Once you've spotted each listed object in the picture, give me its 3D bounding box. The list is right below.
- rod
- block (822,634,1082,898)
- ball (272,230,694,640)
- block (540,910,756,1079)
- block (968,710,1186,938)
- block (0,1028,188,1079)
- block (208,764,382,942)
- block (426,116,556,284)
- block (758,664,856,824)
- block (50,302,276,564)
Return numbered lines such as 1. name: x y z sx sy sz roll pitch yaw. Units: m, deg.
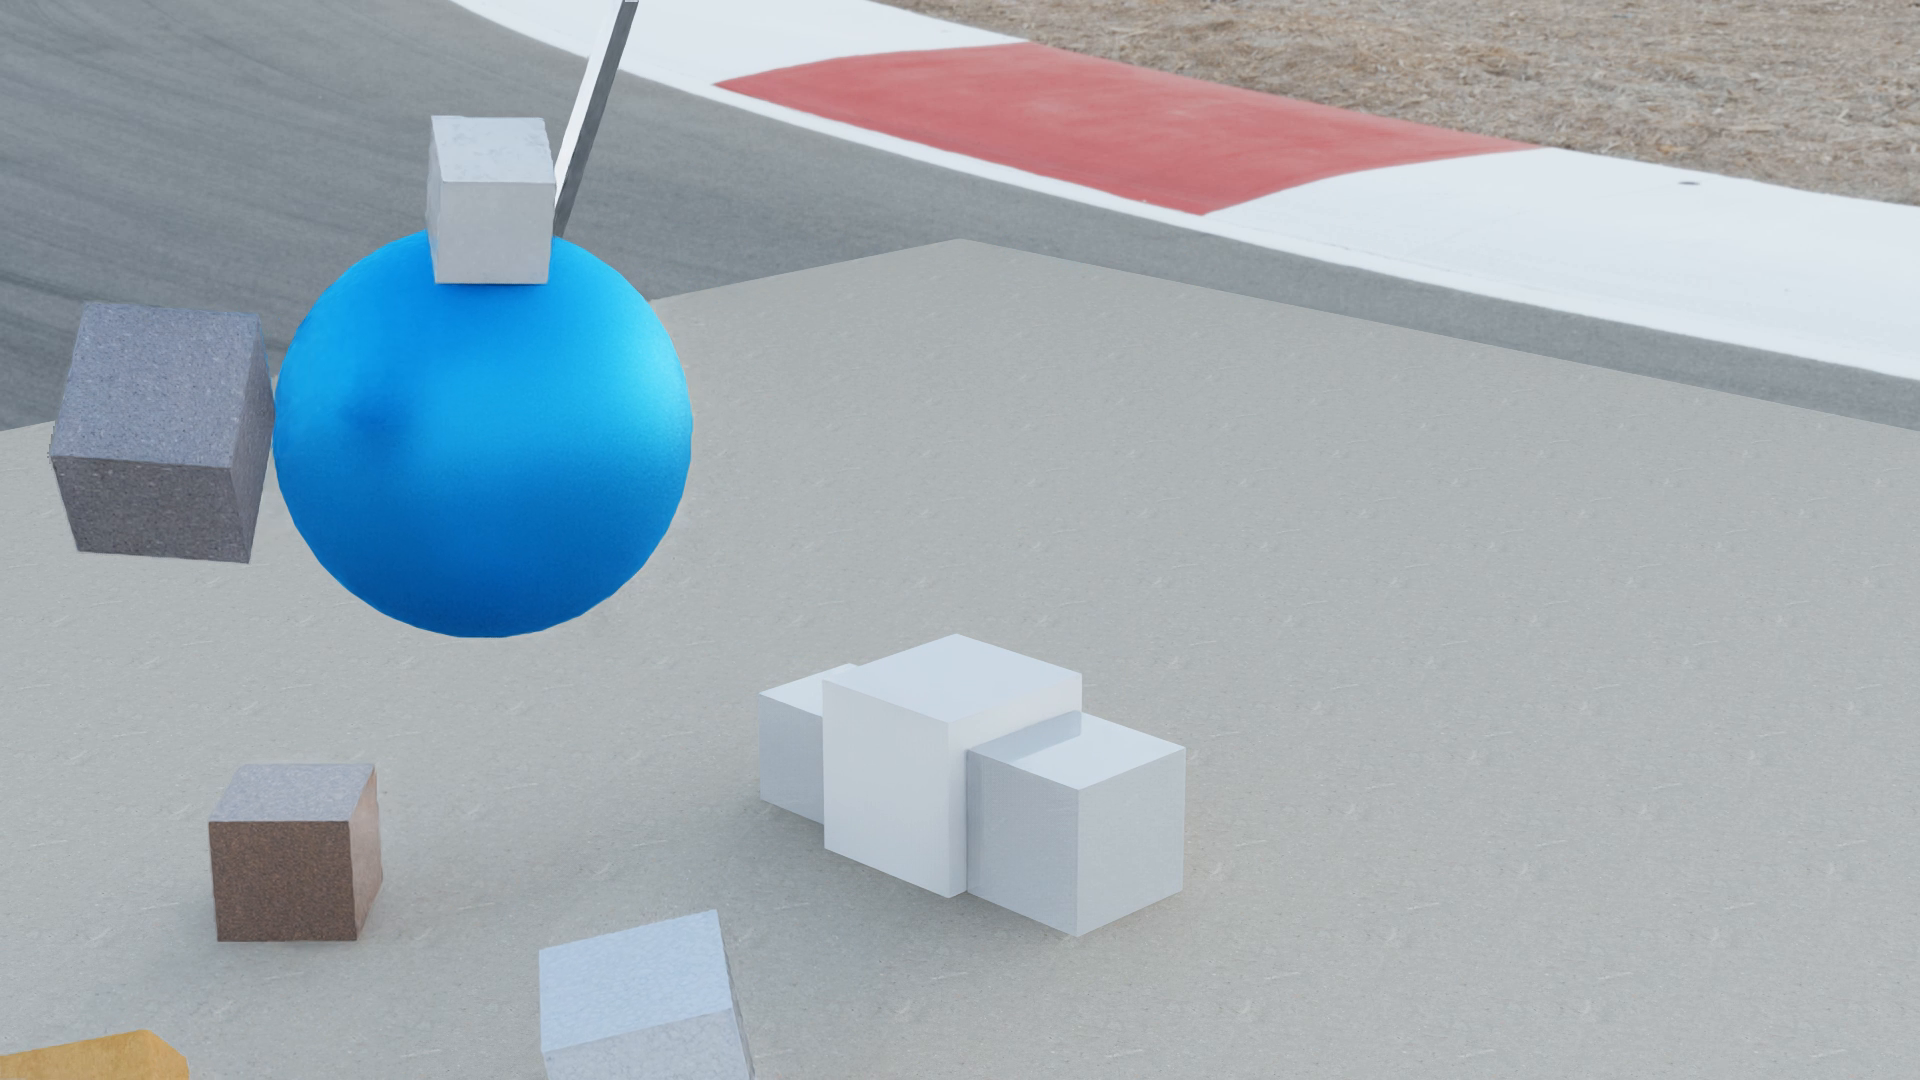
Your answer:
1. rod: -0.794 -3.656 11.361 0.080 5.200 0.080 17 -2 42
2. block: -0.035 1.032 13.654 0.814 0.844 0.883 16 24 42
3. ball: -1.831 -0.419 11.290 1.600 1.600 1.600 0 17 0
4. block: -1.131 1.931 10.822 0.685 0.714 0.840 -13 19 -5
5. block: 0.521 1.260 13.180 0.705 0.693 0.676 -17 24 -42
6. block: -3.055 2.085 10.350 0.563 0.519 0.514 -10 -21 -3
7. block: -2.936 1.381 13.003 0.603 0.568 0.660 0 17 -1
8. block: -1.715 -1.241 10.694 0.406 0.438 0.426 -1 41 -16
9. block: -0.531 1.007 14.222 0.655 0.550 0.601 17 24 42
10. block: -2.711 -0.365 10.034 0.582 0.593 0.632 4 57 -4
